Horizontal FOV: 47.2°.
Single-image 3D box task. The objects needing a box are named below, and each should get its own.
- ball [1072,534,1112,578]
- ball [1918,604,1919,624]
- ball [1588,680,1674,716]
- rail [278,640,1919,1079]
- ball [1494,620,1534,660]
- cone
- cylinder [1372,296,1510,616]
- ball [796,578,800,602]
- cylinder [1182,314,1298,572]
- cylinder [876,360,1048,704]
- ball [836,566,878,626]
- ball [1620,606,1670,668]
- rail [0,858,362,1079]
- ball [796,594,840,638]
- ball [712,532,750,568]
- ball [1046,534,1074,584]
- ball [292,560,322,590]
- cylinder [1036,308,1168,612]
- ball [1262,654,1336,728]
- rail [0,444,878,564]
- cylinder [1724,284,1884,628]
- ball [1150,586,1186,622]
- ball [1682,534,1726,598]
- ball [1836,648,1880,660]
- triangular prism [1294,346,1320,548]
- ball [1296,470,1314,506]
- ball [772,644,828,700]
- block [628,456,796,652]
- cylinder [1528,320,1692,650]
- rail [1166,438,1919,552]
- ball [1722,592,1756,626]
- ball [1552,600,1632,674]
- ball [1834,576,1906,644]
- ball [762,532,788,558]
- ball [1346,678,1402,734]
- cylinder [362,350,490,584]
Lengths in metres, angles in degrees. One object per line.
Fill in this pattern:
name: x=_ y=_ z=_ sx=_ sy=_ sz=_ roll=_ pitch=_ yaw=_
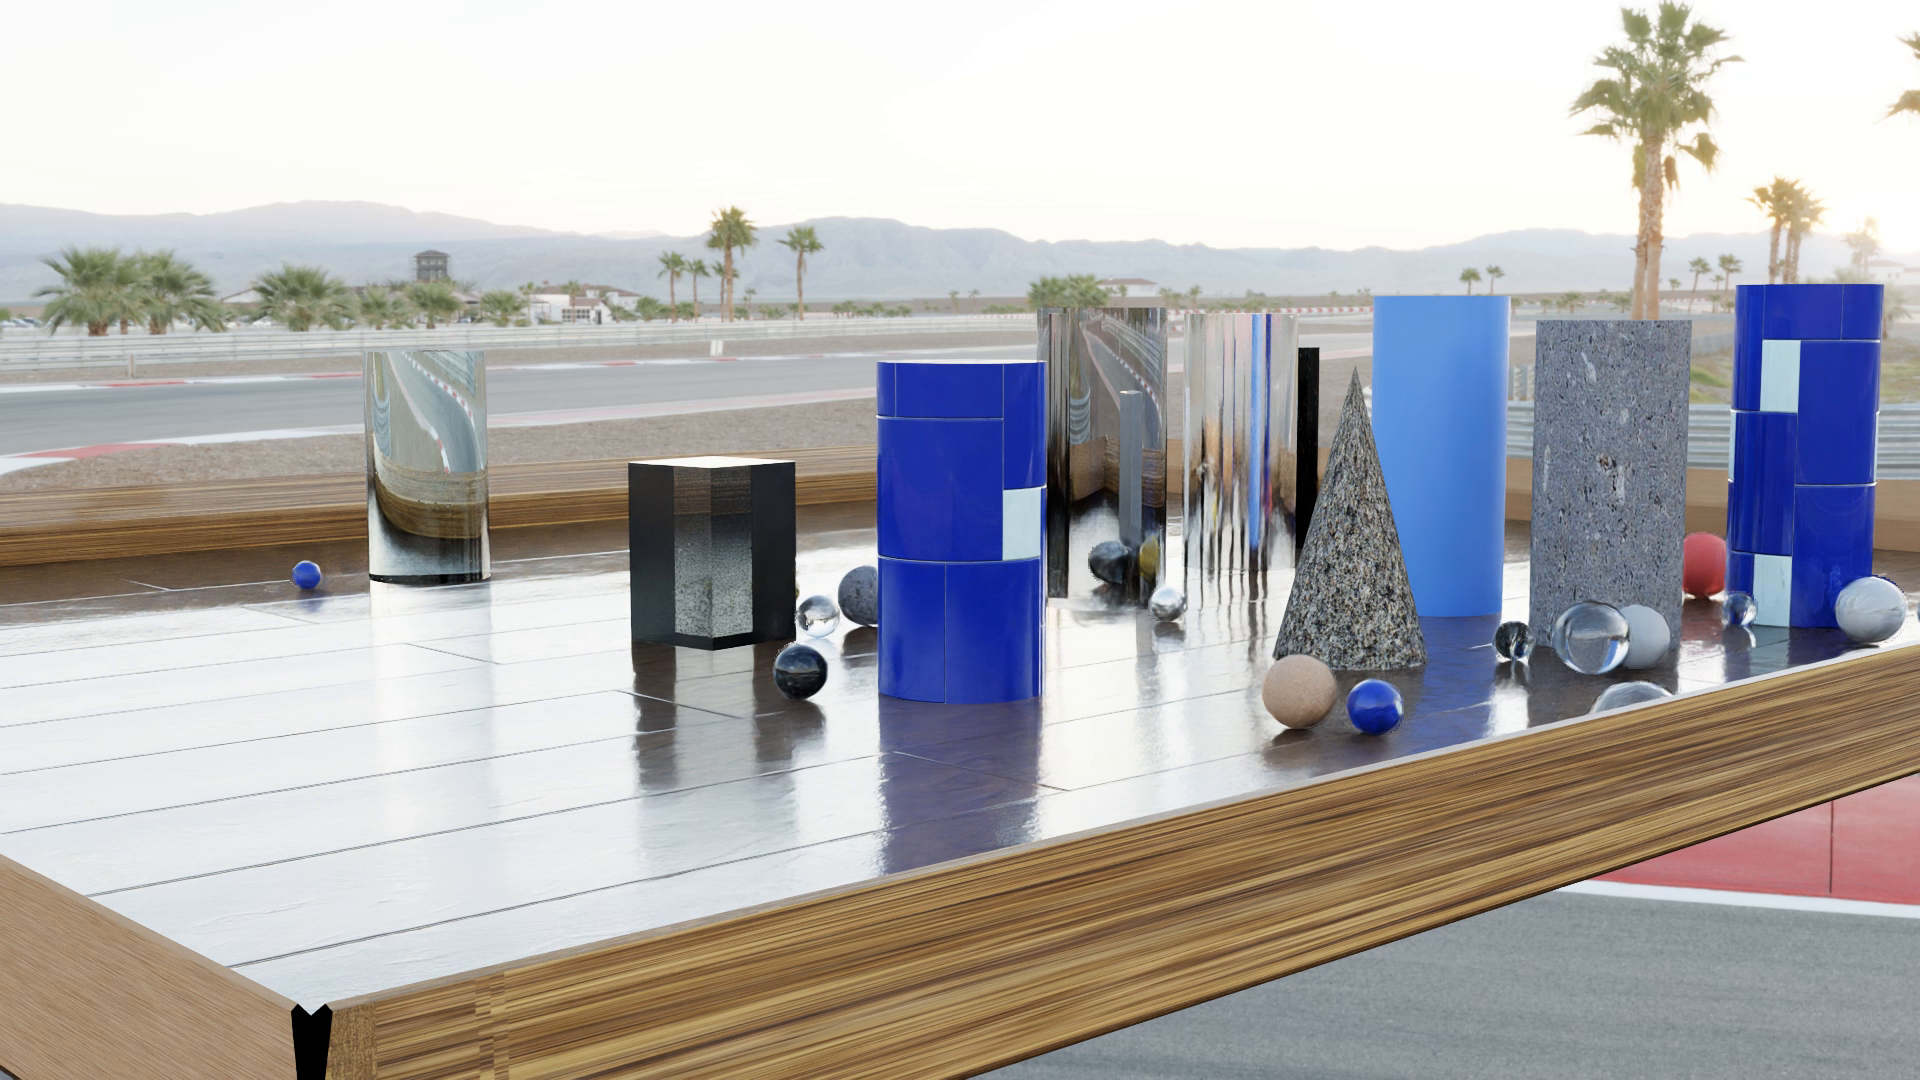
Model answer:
ball: x=0.220 y=0.027 z=3.684 sx=0.071 sy=0.071 sz=0.071 roll=0 pitch=6 yaw=0
ball: x=1.330 y=0.101 z=2.963 sx=0.074 sy=0.074 sz=0.074 roll=0 pitch=6 yaw=0
ball: x=0.650 y=0.180 z=2.114 sx=0.092 sy=0.092 sz=0.092 roll=0 pitch=6 yaw=0
rail: x=1.018 y=0.148 z=2.235 sx=3.618 sy=0.129 sz=0.045 roll=-5 pitch=8 yaw=-42
ball: x=0.708 y=0.128 z=2.812 sx=0.051 sy=0.051 sz=0.051 roll=0 pitch=6 yaw=0
cone: x=0.503 y=-0.036 z=2.814 sx=0.199 sy=0.378 sz=0.199 roll=0 pitch=6 yaw=0
cylinder: x=0.715 y=-0.130 z=3.288 sx=0.199 sy=0.466 sz=0.199 roll=0 pitch=6 yaw=0
ball: x=-0.269 y=0.074 z=3.272 sx=0.063 sy=0.063 sz=0.063 roll=0 pitch=6 yaw=0
cylinder: x=0.489 y=-0.175 z=3.844 sx=0.199 sy=0.440 sz=0.199 roll=0 pitch=6 yaw=0
cylinder: x=0.002 y=-0.016 z=2.577 sx=0.199 sy=0.386 sz=0.199 roll=0 pitch=6 yaw=0
ball: x=-0.131 y=0.079 z=3.114 sx=0.086 sy=0.086 sz=0.086 roll=0 pitch=6 yaw=0
ball: x=0.846 y=0.121 z=2.748 sx=0.079 sy=0.079 sz=0.079 roll=0 pitch=6 yaw=0
rail: x=-1.312 y=0.159 z=2.128 sx=0.045 sy=0.129 sz=3.050 roll=-5 pitch=8 yaw=-42
ball: x=-0.194 y=0.104 z=3.003 sx=0.060 sy=0.060 sz=0.060 roll=0 pitch=6 yaw=0
ball: x=-0.396 y=0.017 z=3.815 sx=0.065 sy=0.065 sz=0.065 roll=0 pitch=6 yaw=0
ball: x=0.146 y=0.030 z=3.600 sx=0.082 sy=0.082 sz=0.082 roll=0 pitch=6 yaw=0
ball: x=-1.048 y=0.056 z=3.526 sx=0.046 sy=0.046 sz=0.046 roll=0 pitch=6 yaw=0
cylinder: x=0.215 y=-0.128 z=3.345 sx=0.199 sy=0.449 sz=0.199 roll=0 pitch=6 yaw=0
ball: x=0.362 y=0.162 z=2.352 sx=0.079 sy=0.079 sz=0.079 roll=0 pitch=6 yaw=0
rail: x=-1.018 y=-0.081 z=4.429 sx=3.618 sy=0.129 sz=0.045 roll=-5 pitch=8 yaw=-42
cylinder: x=1.211 y=-0.125 z=3.162 sx=0.199 sy=0.481 sz=0.199 roll=0 pitch=6 yaw=0
ball: x=0.299 y=0.092 z=3.159 sx=0.052 sy=0.052 sz=0.052 roll=0 pitch=6 yaw=0
ball: x=1.159 y=0.040 z=3.429 sx=0.099 sy=0.099 sz=0.099 roll=0 pitch=6 yaw=0
ball: x=0.936 y=0.161 z=2.265 sx=0.099 sy=0.099 sz=0.099 roll=0 pitch=6 yaw=0
triangular prism: x=0.584 y=-0.180 z=4.198 sx=0.172 sy=0.377 sz=0.149 roll=0 pitch=6 yaw=0
ball: x=0.769 y=-0.119 z=5.039 sx=0.082 sy=0.082 sz=0.082 roll=0 pitch=6 yaw=0
ball: x=-0.183 y=0.151 z=2.528 sx=0.065 sy=0.065 sz=0.065 roll=0 pitch=6 yaw=0
block: x=-0.335 y=0.014 z=2.986 sx=0.159 sy=0.241 sz=0.159 roll=5 pitch=8 yaw=39
cylinder: x=0.870 y=-0.078 z=2.951 sx=0.199 sy=0.432 sz=0.199 roll=0 pitch=6 yaw=0
rail: x=1.312 y=-0.092 z=4.536 sx=0.045 sy=0.129 sz=3.050 roll=-5 pitch=8 yaw=-42
ball: x=1.104 y=0.098 z=3.118 sx=0.047 sy=0.047 sz=0.047 roll=0 pitch=6 yaw=0
ball: x=0.775 y=0.119 z=2.699 sx=0.092 sy=0.092 sz=0.092 roll=0 pitch=6 yaw=0
ball: x=1.221 y=0.094 z=2.949 sx=0.090 sy=0.090 sz=0.090 roll=0 pitch=6 yaw=0
ball: x=-0.335 y=0.009 z=3.979 sx=0.046 sy=0.046 sz=0.046 roll=0 pitch=6 yaw=0
ball: x=0.437 y=0.176 z=2.318 sx=0.058 sy=0.058 sz=0.058 roll=0 pitch=6 yaw=0
cylinder: x=-0.890 y=-0.126 z=3.672 sx=0.199 sy=0.378 sz=0.199 roll=0 pitch=6 yaw=0
